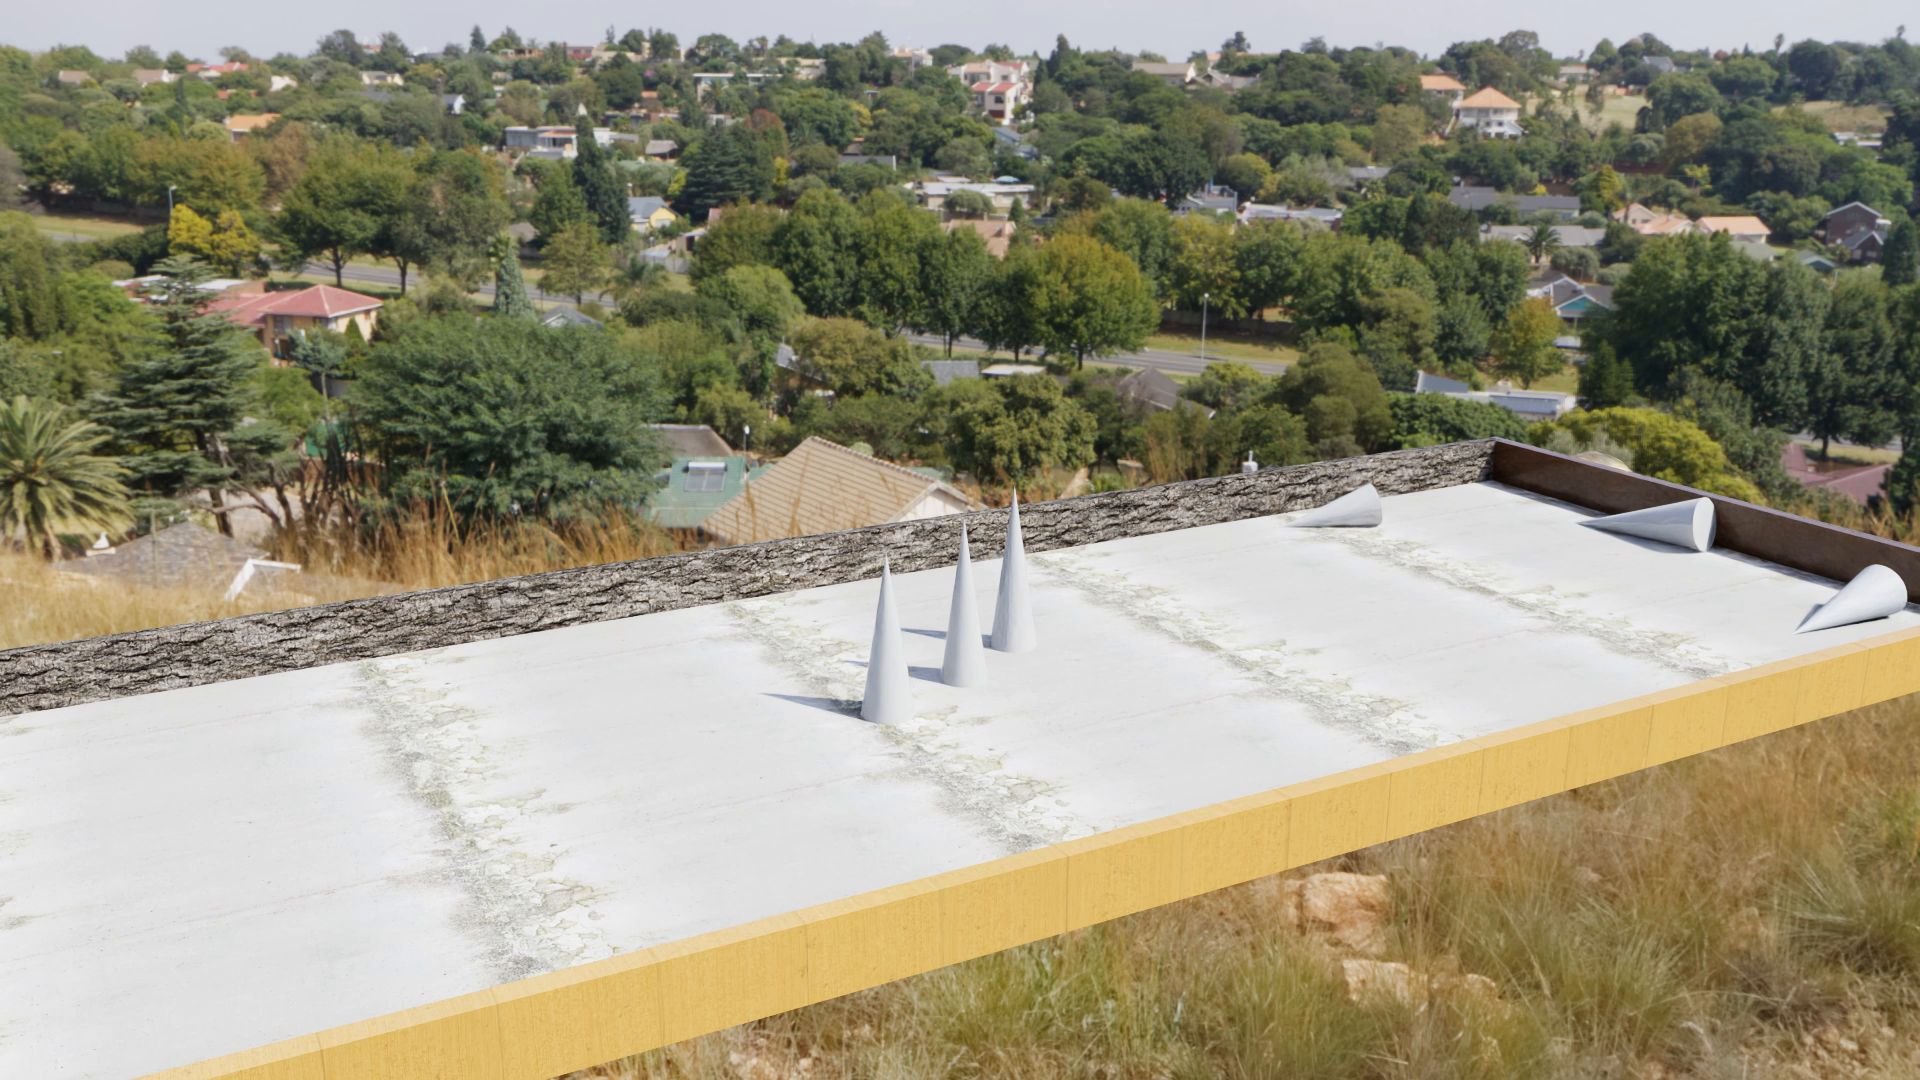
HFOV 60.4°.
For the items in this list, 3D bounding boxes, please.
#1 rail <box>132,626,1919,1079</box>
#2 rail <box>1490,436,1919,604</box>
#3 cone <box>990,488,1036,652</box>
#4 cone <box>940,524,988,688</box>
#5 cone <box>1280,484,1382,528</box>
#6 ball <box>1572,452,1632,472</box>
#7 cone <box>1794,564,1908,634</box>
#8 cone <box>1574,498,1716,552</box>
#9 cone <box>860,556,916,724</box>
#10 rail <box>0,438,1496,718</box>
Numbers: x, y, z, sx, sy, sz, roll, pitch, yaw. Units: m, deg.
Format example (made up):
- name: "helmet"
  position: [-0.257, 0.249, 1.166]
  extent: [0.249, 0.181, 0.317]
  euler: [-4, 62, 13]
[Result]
- name: "rail"
  position: [-2.336, 1.006, 1.665]
  extent: [12.000, 0.150, 0.050]
  euler: [-9, 18, -27]
- name: "rail"
  position: [2.466, -0.048, 5.253]
  extent: [0.050, 0.150, 2.100]
  euler: [-9, 18, -27]
- name: "cone"
  position: [0.142, 0.069, 4.342]
  extent: [0.126, 0.439, 0.126]
  euler: [0, 16, 0]
- name: "cone"
  position: [0.010, 0.148, 4.102]
  extent: [0.120, 0.423, 0.120]
  euler: [0, 16, 0]
- name: "cone"
  position: [1.226, -0.081, 5.506]
  extent: [0.329, 0.143, 0.143]
  euler: [-14, 18, -3]
- name: "ball"
  position: [2.455, -0.158, 6.424]
  extent: [0.370, 0.370, 0.370]
  euler: [0, 16, 0]
- name: "cone"
  position: [2.419, 0.199, 4.548]
  extent: [0.378, 0.148, 0.148]
  euler: [-20, 23, -23]
- name: "cone"
  position: [2.211, -0.053, 5.386]
  extent: [0.172, 0.172, 0.441]
  euler: [-15, 11, -41]
- name: "cone"
  position: [-0.171, 0.222, 3.886]
  extent: [0.132, 0.403, 0.132]
  euler: [0, 16, 0]
- name: "rail"
  position: [-3.305, 0.497, 3.399]
  extent: [12.000, 0.150, 0.050]
  euler: [-9, 18, -27]
